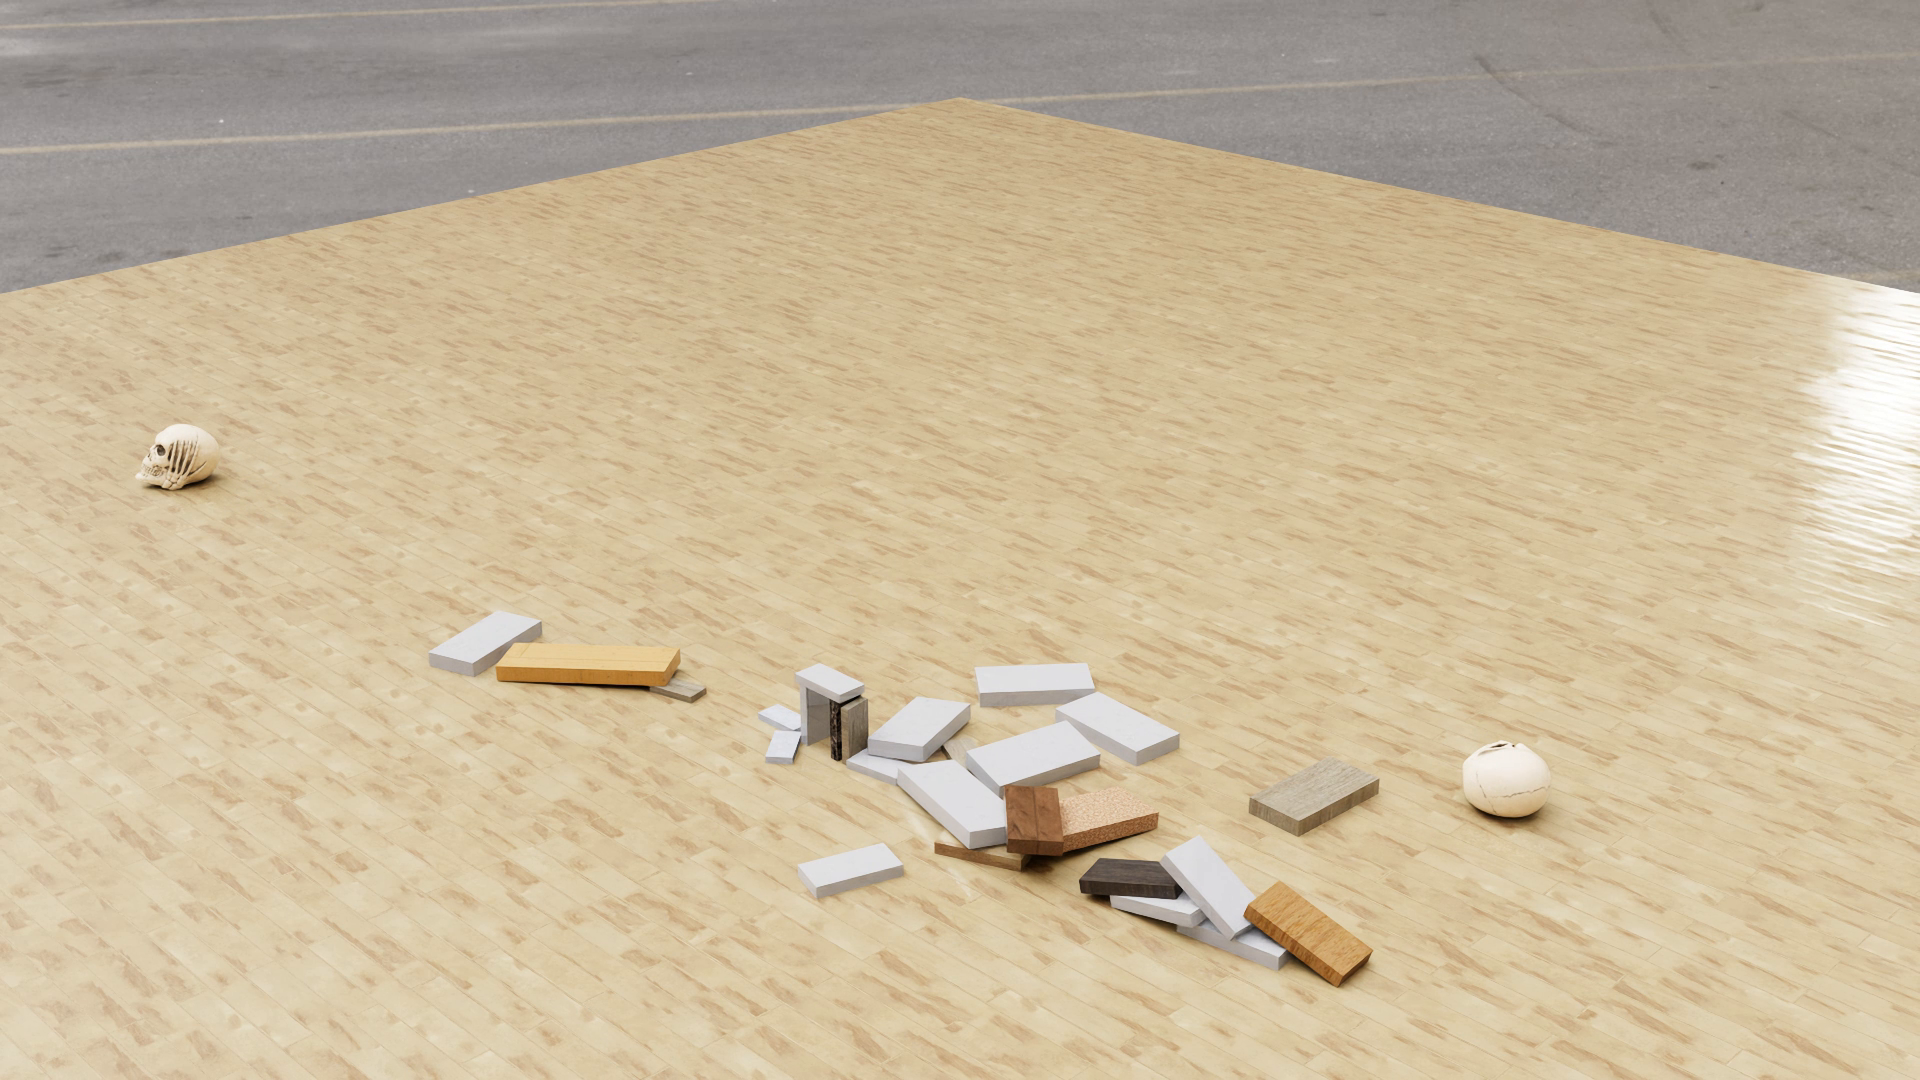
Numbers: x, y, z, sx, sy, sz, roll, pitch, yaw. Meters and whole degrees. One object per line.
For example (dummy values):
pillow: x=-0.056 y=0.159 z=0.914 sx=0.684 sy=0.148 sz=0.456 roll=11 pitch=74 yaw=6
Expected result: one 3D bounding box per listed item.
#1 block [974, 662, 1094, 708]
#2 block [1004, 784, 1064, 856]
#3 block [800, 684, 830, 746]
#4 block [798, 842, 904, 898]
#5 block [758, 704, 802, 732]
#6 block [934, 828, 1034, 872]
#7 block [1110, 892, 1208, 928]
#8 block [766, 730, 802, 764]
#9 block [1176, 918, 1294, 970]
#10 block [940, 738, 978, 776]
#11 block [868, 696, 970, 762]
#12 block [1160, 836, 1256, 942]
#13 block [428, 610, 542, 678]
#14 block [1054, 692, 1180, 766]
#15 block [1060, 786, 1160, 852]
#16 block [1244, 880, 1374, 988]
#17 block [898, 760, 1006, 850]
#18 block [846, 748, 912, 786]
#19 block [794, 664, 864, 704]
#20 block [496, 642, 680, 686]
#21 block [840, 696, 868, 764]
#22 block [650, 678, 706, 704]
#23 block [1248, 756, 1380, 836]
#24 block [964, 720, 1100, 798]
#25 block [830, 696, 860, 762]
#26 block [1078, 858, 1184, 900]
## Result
block: x=0.167 y=0.326 z=4.946 sx=0.256 sy=0.036 sz=0.128 roll=-2 pitch=23 yaw=-5
block: x=0.142 y=0.544 z=4.276 sx=0.106 sy=0.030 sz=0.227 roll=4 pitch=20 yaw=-2
block: x=-0.309 y=0.365 z=4.720 sx=0.071 sy=0.142 sz=0.020 roll=-21 pitch=31 yaw=-41
block: x=-0.211 y=0.635 z=4.230 sx=0.182 sy=0.026 sz=0.091 roll=-11 pitch=25 yaw=-25
block: x=-0.381 y=0.394 z=4.811 sx=0.116 sy=0.016 sz=0.058 roll=21 pitch=30 yaw=40
block: x=0.051 y=0.600 z=4.314 sx=0.182 sy=0.026 sz=0.091 roll=9 pitch=25 yaw=21
block: x=0.385 y=0.670 z=4.093 sx=0.194 sy=0.028 sz=0.097 roll=6 pitch=22 yaw=45
block: x=-0.376 y=0.443 z=4.696 sx=0.058 sy=0.016 sz=0.116 roll=2 pitch=23 yaw=5
block: x=0.517 y=0.717 z=4.032 sx=0.212 sy=0.030 sz=0.106 roll=16 pitch=28 yaw=34
block: x=0.012 y=0.461 z=4.651 sx=0.067 sy=0.019 sz=0.133 roll=-7 pitch=24 yaw=-17
block: x=-0.086 y=0.405 z=4.724 sx=0.128 sy=0.036 sz=0.256 roll=6 pitch=19 yaw=23
block: x=0.466 y=0.637 z=4.035 sx=0.097 sy=0.028 sz=0.194 roll=-21 pitch=58 yaw=-40
block: x=-1.108 y=0.241 z=5.146 sx=0.128 sy=0.036 sz=0.256 roll=11 pitch=25 yaw=25
block: x=0.339 y=0.407 z=4.756 sx=0.128 sy=0.036 sz=0.256 roll=-18 pitch=29 yaw=-36
block: x=0.254 y=0.555 z=4.372 sx=0.257 sy=0.036 sz=0.129 roll=-9 pitch=24 yaw=-34
block: x=0.628 y=0.709 z=3.968 sx=0.212 sy=0.030 sz=0.106 roll=36 pitch=38 yaw=26
block: x=0.002 y=0.528 z=4.420 sx=0.129 sy=0.036 sz=0.342 roll=-5 pitch=18 yaw=-25
block: x=-0.165 y=0.476 z=4.614 sx=0.133 sy=0.019 sz=0.067 roll=16 pitch=28 yaw=33
block: x=-0.276 y=0.303 z=4.657 sx=0.071 sy=0.020 sz=0.142 roll=-21 pitch=31 yaw=-41
block: x=-0.848 y=0.283 z=5.023 sx=0.396 sy=0.036 sz=0.128 roll=1 pitch=22 yaw=9
block: x=-0.221 y=0.403 z=4.640 sx=0.019 sy=0.133 sz=0.067 roll=16 pitch=28 yaw=33
block: x=-0.634 y=0.336 z=4.947 sx=0.116 sy=0.016 sz=0.058 roll=13 pitch=26 yaw=28
block: x=0.723 y=0.521 z=4.486 sx=0.257 sy=0.036 sz=0.129 roll=-20 pitch=30 yaw=-38
block: x=0.153 y=0.459 z=4.603 sx=0.256 sy=0.036 sz=0.128 roll=-14 pitch=38 yaw=-30
block: x=-0.242 y=0.391 z=4.658 sx=0.020 sy=0.142 sz=0.071 roll=21 pitch=31 yaw=40
block: x=0.333 y=0.637 z=4.139 sx=0.194 sy=0.028 sz=0.097 roll=-1 pitch=18 yaw=29
